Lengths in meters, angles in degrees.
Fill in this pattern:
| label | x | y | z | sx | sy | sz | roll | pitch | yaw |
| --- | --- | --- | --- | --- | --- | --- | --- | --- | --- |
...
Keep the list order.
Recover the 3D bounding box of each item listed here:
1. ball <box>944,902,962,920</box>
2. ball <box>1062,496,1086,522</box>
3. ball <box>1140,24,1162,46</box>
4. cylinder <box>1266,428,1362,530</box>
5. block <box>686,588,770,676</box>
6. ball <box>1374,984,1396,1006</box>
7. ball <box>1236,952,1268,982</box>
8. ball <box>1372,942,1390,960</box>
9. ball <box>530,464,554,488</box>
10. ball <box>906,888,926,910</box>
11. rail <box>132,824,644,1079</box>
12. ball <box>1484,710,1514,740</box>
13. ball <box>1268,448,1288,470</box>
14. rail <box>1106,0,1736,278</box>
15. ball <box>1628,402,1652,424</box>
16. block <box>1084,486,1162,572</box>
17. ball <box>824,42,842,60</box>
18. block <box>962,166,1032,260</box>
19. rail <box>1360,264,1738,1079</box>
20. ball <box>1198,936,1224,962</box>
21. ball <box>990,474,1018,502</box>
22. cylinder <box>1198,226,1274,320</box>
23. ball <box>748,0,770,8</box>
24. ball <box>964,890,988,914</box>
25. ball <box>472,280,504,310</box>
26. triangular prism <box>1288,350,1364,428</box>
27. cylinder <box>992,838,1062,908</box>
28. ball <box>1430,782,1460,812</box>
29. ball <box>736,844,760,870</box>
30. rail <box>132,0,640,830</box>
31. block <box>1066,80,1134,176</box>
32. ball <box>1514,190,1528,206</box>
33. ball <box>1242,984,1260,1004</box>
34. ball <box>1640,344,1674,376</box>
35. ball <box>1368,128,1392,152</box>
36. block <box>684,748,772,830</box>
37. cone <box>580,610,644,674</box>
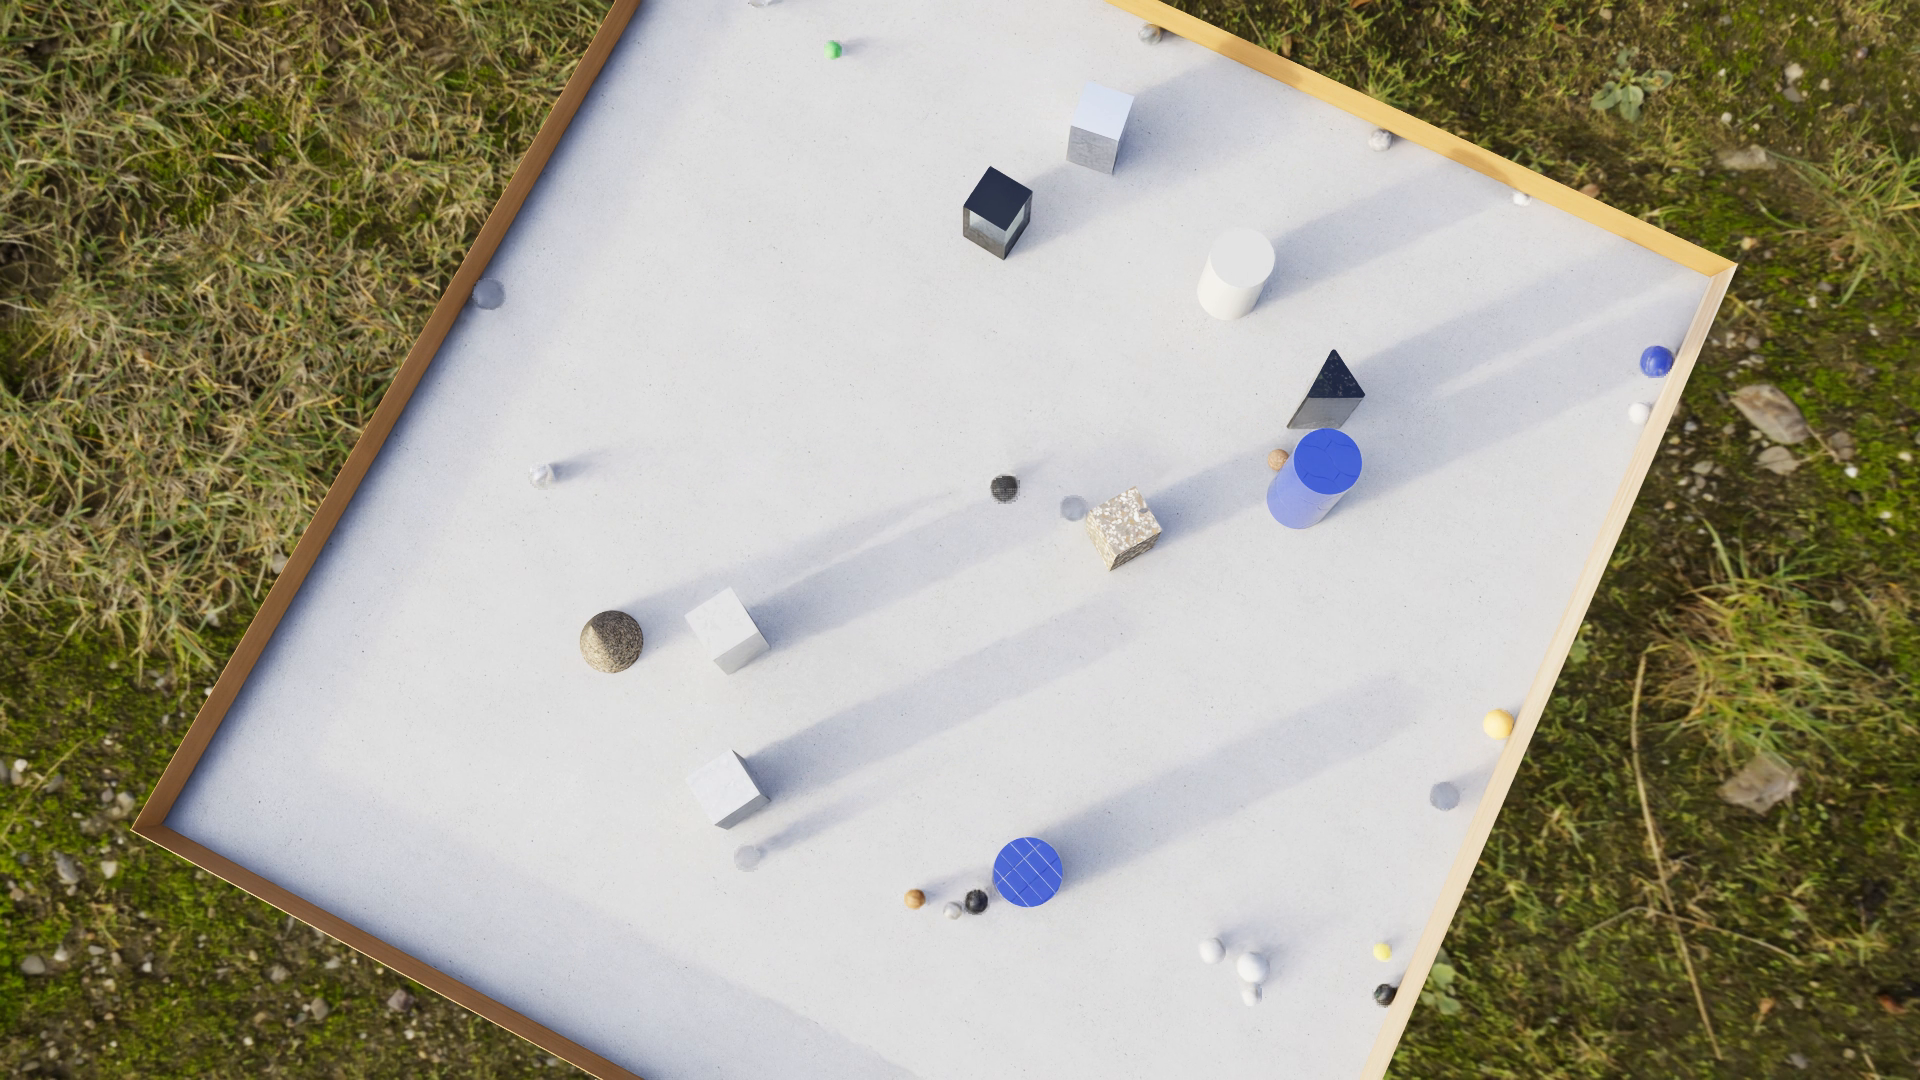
| label | x | y | z | sx | sy | sz | roll | pitch | yaw |
| --- | --- | --- | --- | --- | --- | --- | --- | --- | --- |
| ball | -0.020 | 1.086 | 5.364 | 0.054 | 0.054 | 0.054 | 0 | 78 | 0 |
| ball | 0.346 | -0.095 | 5.598 | 0.075 | 0.075 | 0.075 | 0 | 78 | 0 |
| ball | 0.617 | -1.634 | 5.919 | 0.069 | 0.069 | 0.069 | 0 | 78 | 0 |
| cylinder | 1.040 | -0.175 | 5.412 | 0.193 | 0.471 | 0.193 | 0 | 78 | 0 |
| block | -0.679 | 0.271 | 5.388 | 0.155 | 0.337 | 0.155 | -33 | 80 | -6 |
| ball | 1.233 | 1.318 | 5.311 | 0.065 | 0.065 | 0.065 | 0 | 78 | 0 |
| ball | 0.848 | 1.238 | 5.315 | 0.089 | 0.089 | 0.089 | 0 | 78 | 0 |
| ball | 1.229 | 1.200 | 5.343 | 0.050 | 0.050 | 0.050 | 0 | 78 | 0 |
| ball | -1.281 | -0.198 | 5.621 | 0.072 | 0.072 | 0.072 | 0 | 78 | 0 |
| ball | -0.131 | 1.053 | 5.368 | 0.060 | 0.060 | 0.060 | 0 | 78 | 0 |
| rail | -0.817 | 1.606 | 5.219 | 3.531 | 0.126 | 0.045 | 26 | 80 | 5 |
| ball | 1.603 | 0.551 | 5.459 | 0.086 | 0.086 | 0.086 | 0 | 78 | 0 |
| ball | 0.979 | -0.246 | 5.633 | 0.068 | 0.068 | 0.068 | 0 | 78 | 0 |
| rail | 0.817 | -1.593 | 5.881 | 3.531 | 0.126 | 0.045 | 26 | 80 | 5 |
| ball | 2.102 | -0.392 | 5.663 | 0.068 | 0.068 | 0.068 | 0 | 78 | 0 |
| block | 0.486 | -0.031 | 5.494 | 0.155 | 0.253 | 0.155 | -28 | 80 | -6 |
| ball | -0.409 | -1.580 | 5.915 | 0.055 | 0.055 | 0.055 | 0 | 78 | 0 |
| block | 0.115 | -1.013 | 5.697 | 0.155 | 0.252 | 0.155 | 32 | 80 | 6 |
| rail | 1.558 | 0.769 | 5.392 | 0.045 | 0.126 | 3.700 | 26 | 80 | 5 |
| ball | 0.732 | 1.192 | 5.333 | 0.073 | 0.073 | 0.073 | 0 | 78 | 0 |
| ball | 0.136 | -0.159 | 5.606 | 0.086 | 0.086 | 0.086 | 0 | 78 | 0 |
| cylinder | 0.845 | -0.815 | 5.631 | 0.193 | 0.302 | 0.193 | 0 | 78 | 0 |
| ball | -0.652 | -1.760 | 5.945 | 0.071 | 0.071 | 0.071 | 0 | 78 | 0 |
| ball | 0.049 | 1.057 | 5.362 | 0.069 | 0.069 | 0.069 | 0 | 78 | 0 |
| ball | -1.475 | -0.765 | 5.726 | 0.096 | 0.096 | 0.096 | 0 | 78 | 0 |
| triangular prism | 1.097 | -0.454 | 5.533 | 0.167 | 0.349 | 0.145 | 0 | 78 | 0 |
| cylinder | 0.190 | 0.958 | 5.264 | 0.193 | 0.302 | 0.193 | 0 | 78 | 0 |
| ball | 1.432 | 0.760 | 5.416 | 0.084 | 0.084 | 0.084 | 0 | 78 | 0 |
| ball | -0.624 | 0.933 | 5.387 | 0.071 | 0.071 | 0.071 | 0 | 78 | 0 |
| rail | -1.558 | -0.756 | 5.708 | 0.045 | 0.126 | 3.700 | 26 | 80 | 5 |
| block | 0.437 | -1.288 | 5.746 | 0.155 | 0.268 | 0.155 | 19 | 79 | 4 |
| ball | 1.783 | -1.086 | 5.818 | 0.045 | 0.045 | 0.045 | 0 | 78 | 0 |
| ball | 0.844 | 1.317 | 5.317 | 0.053 | 0.053 | 0.053 | 0 | 78 | 0 |
| ball | 2.159 | -0.556 | 5.682 | 0.097 | 0.097 | 0.097 | 0 | 78 | 0 |
| ball | 1.338 | -1.275 | 5.843 | 0.074 | 0.074 | 0.074 | 0 | 78 | 0 |
| block | -0.669 | 0.725 | 5.309 | 0.155 | 0.309 | 0.155 | -33 | 80 | -7 |
| cone | -1.056 | 0.277 | 5.400 | 0.193 | 0.313 | 0.193 | 0 | 78 | 0 |
